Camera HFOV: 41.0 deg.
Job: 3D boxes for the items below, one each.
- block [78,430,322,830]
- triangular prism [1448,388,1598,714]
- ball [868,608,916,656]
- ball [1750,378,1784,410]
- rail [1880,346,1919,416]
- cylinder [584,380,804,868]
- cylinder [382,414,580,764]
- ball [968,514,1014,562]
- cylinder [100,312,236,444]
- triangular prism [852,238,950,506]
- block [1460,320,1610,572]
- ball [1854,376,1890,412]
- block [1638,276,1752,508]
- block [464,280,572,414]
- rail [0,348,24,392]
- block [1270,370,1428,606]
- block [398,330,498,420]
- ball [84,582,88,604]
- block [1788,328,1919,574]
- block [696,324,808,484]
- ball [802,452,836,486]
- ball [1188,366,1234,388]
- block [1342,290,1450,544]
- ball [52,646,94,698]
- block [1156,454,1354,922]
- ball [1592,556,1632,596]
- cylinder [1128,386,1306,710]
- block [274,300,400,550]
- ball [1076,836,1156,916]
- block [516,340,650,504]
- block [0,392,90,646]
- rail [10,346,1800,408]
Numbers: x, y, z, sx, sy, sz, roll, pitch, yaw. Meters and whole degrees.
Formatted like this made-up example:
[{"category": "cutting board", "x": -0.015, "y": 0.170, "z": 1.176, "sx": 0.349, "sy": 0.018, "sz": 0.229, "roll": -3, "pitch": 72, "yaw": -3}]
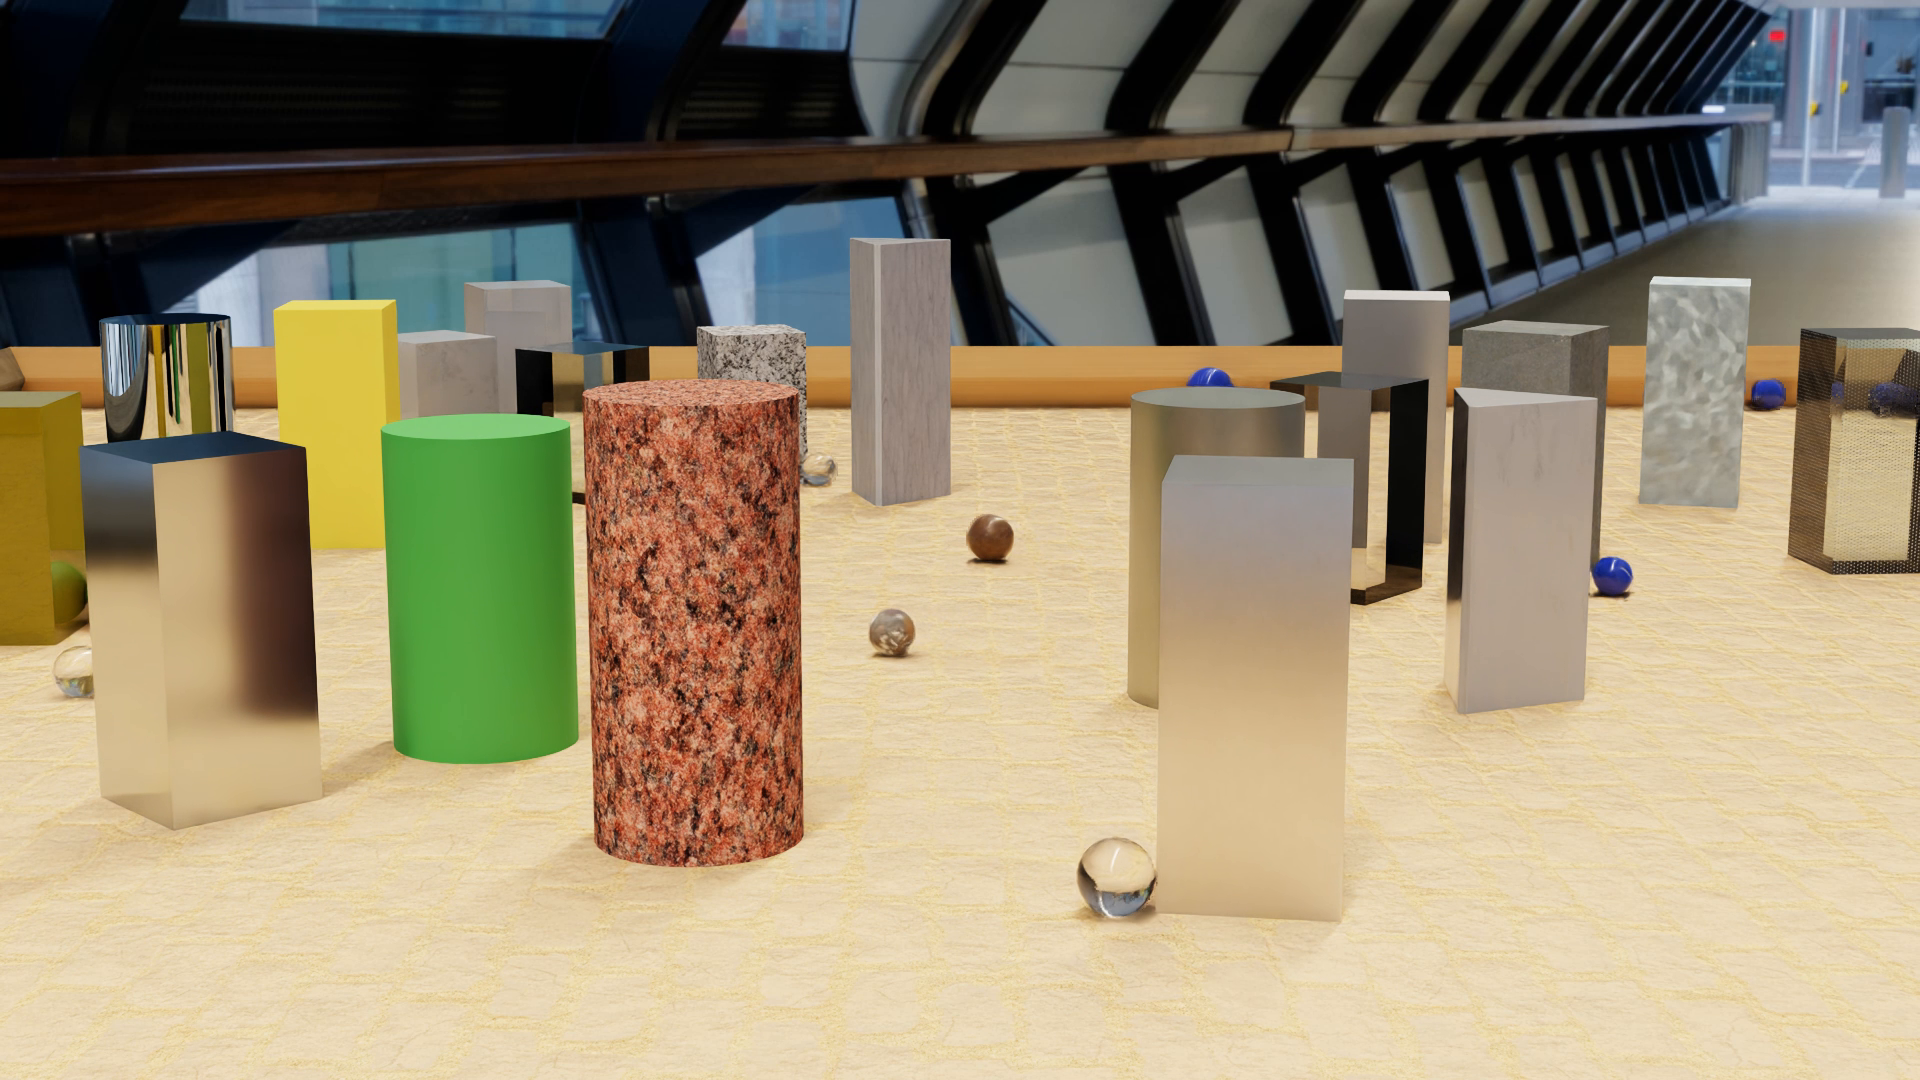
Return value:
[{"category": "block", "x": -0.754, "y": 0.084, "z": 2.553, "sx": 0.160, "sy": 0.358, "sz": 0.160, "roll": -10, "pitch": 14, "yaw": -42}, {"category": "triangular prism", "x": 0.618, "y": 0.006, "z": 2.992, "sx": 0.173, "sy": 0.352, "sz": 0.150, "roll": -5, "pitch": 11, "yaw": -24}, {"category": "ball", "x": -0.085, "y": 0.115, "z": 3.208, "sx": 0.059, "sy": 0.059, "sz": 0.059, "roll": 0, "pitch": 10, "yaw": 0}, {"category": "ball", "x": 1.727, "y": -0.311, "z": 5.488, "sx": 0.067, "sy": 0.067, "sz": 0.067, "roll": 0, "pitch": 10, "yaw": 0}, {"category": "rail", "x": 2.009, "y": 0.031, "z": 3.460, "sx": 0.045, "sy": 0.130, "sz": 4.252, "roll": 0, "pitch": 10, "yaw": 0}, {"category": "cylinder", "x": -0.250, "y": 0.073, "z": 2.421, "sx": 0.200, "sy": 0.428, "sz": 0.200, "roll": 0, "pitch": 10, "yaw": 0}, {"category": "cylinder", "x": -0.518, "y": 0.048, "z": 2.777, "sx": 0.200, "sy": 0.346, "sz": 0.200, "roll": 0, "pitch": 10, "yaw": 0}, {"category": "ball", "x": 0.046, "y": -0.003, "z": 3.817, "sx": 0.070, "sy": 0.070, "sz": 0.070, "roll": 0, "pitch": 10, "yaw": 0}, {"category": "cylinder", "x": -1.258, "y": -0.187, "z": 4.092, "sx": 0.200, "sy": 0.332, "sz": 0.200, "roll": 0, "pitch": 10, "yaw": 0}, {"category": "triangular prism", "x": -0.131, "y": -0.291, "z": 4.366, "sx": 0.150, "sy": 0.437, "sz": 0.173, "roll": 10, "pitch": 14, "yaw": 43}, {"category": "block", "x": 0.827, "y": -0.129, "z": 3.709, "sx": 0.160, "sy": 0.356, "sz": 0.160, "roll": 7, "pitch": 12, "yaw": 32}, {"category": "ball", "x": 1.944, "y": -0.311, "z": 5.469, "sx": 0.074, "sy": 0.074, "sz": 0.074, "roll": 0, "pitch": 10, "yaw": 0}, {"category": "block", "x": 1.244, "y": -0.253, "z": 4.343, "sx": 0.160, "sy": 0.369, "sz": 0.160, "roll": 3, "pitch": 11, "yaw": 17}, {"category": "block", "x": -0.813, "y": -0.306, "z": 4.739, "sx": 0.160, "sy": 0.331, "sz": 0.160, "roll": -5, "pitch": 11, "yaw": -23}, {"category": "rail", "x": -2.009, "y": 0.036, "z": 3.437, "sx": 0.045, "sy": 0.130, "sz": 4.252, "roll": 0, "pitch": 10, "yaw": 0}, {"category": "block", "x": 0.541, "y": -0.076, "z": 3.589, "sx": 0.160, "sy": 0.296, "sz": 0.160, "roll": 8, "pitch": 13, "yaw": 38}, {"category": "block", "x": -0.907, "y": -0.216, "z": 4.421, "sx": 0.160, "sy": 0.270, "sz": 0.160, "roll": -10, "pitch": 14, "yaw": -43}, {"category": "ball", "x": -1.114, "y": 0.070, "z": 3.389, "sx": 0.081, "sy": 0.081, "sz": 0.081, "roll": 0, "pitch": 10, "yaw": 0}, {"category": "block", "x": 1.337, "y": -0.133, "z": 3.773, "sx": 0.160, "sy": 0.342, "sz": 0.160, "roll": -1, "pitch": 11, "yaw": -5}, {"category": "block", "x": -0.370, "y": -0.241, "z": 4.563, "sx": 0.160, "sy": 0.266, "sz": 0.160, "roll": -3, "pitch": 11, "yaw": -18}, {"category": "ball", "x": -0.248, "y": -0.125, "z": 4.508, "sx": 0.058, "sy": 0.058, "sz": 0.058, "roll": 0, "pitch": 10, "yaw": 0}, {"category": "ball", "x": 0.532, "y": -0.320, "z": 5.454, "sx": 0.097, "sy": 0.097, "sz": 0.097, "roll": 0, "pitch": 10, "yaw": 0}, {"category": "block", "x": 0.678, "y": -0.196, "z": 4.018, "sx": 0.160, "sy": 0.376, "sz": 0.160, "roll": 2, "pitch": 11, "yaw": 9}, {"category": "ball", "x": -1.028, "y": 0.154, "z": 2.996, "sx": 0.060, "sy": 0.060, "sz": 0.060, "roll": 0, "pitch": 10, "yaw": 0}, {"category": "block", "x": 0.261, "y": 0.126, "z": 2.265, "sx": 0.160, "sy": 0.380, "sz": 0.160, "roll": 2, "pitch": 11, "yaw": 8}, {"category": "ball", "x": 0.908, "y": 0.050, "z": 3.571, "sx": 0.055, "sy": 0.055, "sz": 0.055, "roll": 0, "pitch": 10, "yaw": 0}, {"category": "cylinder", "x": 0.297, "y": 0.009, "z": 2.979, "sx": 0.200, "sy": 0.351, "sz": 0.200, "roll": 0, "pitch": 10, "yaw": 0}, {"category": "block", "x": -0.956, "y": -0.181, "z": 3.965, "sx": 0.160, "sy": 0.365, "sz": 0.160, "roll": -1, "pitch": 11, "yaw": -4}, {"category": "ball", "x": 0.135, "y": 0.292, "z": 2.224, "sx": 0.069, "sy": 0.069, "sz": 0.069, "roll": 0, "pitch": 10, "yaw": 0}, {"category": "block", "x": -0.643, "y": -0.203, "z": 4.395, "sx": 0.160, "sy": 0.253, "sz": 0.160, "roll": 8, "pitch": 13, "yaw": 35}, {"category": "block", "x": -1.233, "y": -0.030, "z": 3.315, "sx": 0.160, "sy": 0.306, "sz": 0.160, "roll": 0, "pitch": 10, "yaw": -1}, {"category": "rail", "x": -0.012, "y": -0.349, "z": 5.516, "sx": 4.065, "sy": 0.130, "sz": 0.045, "roll": 0, "pitch": 10, "yaw": 0}]
